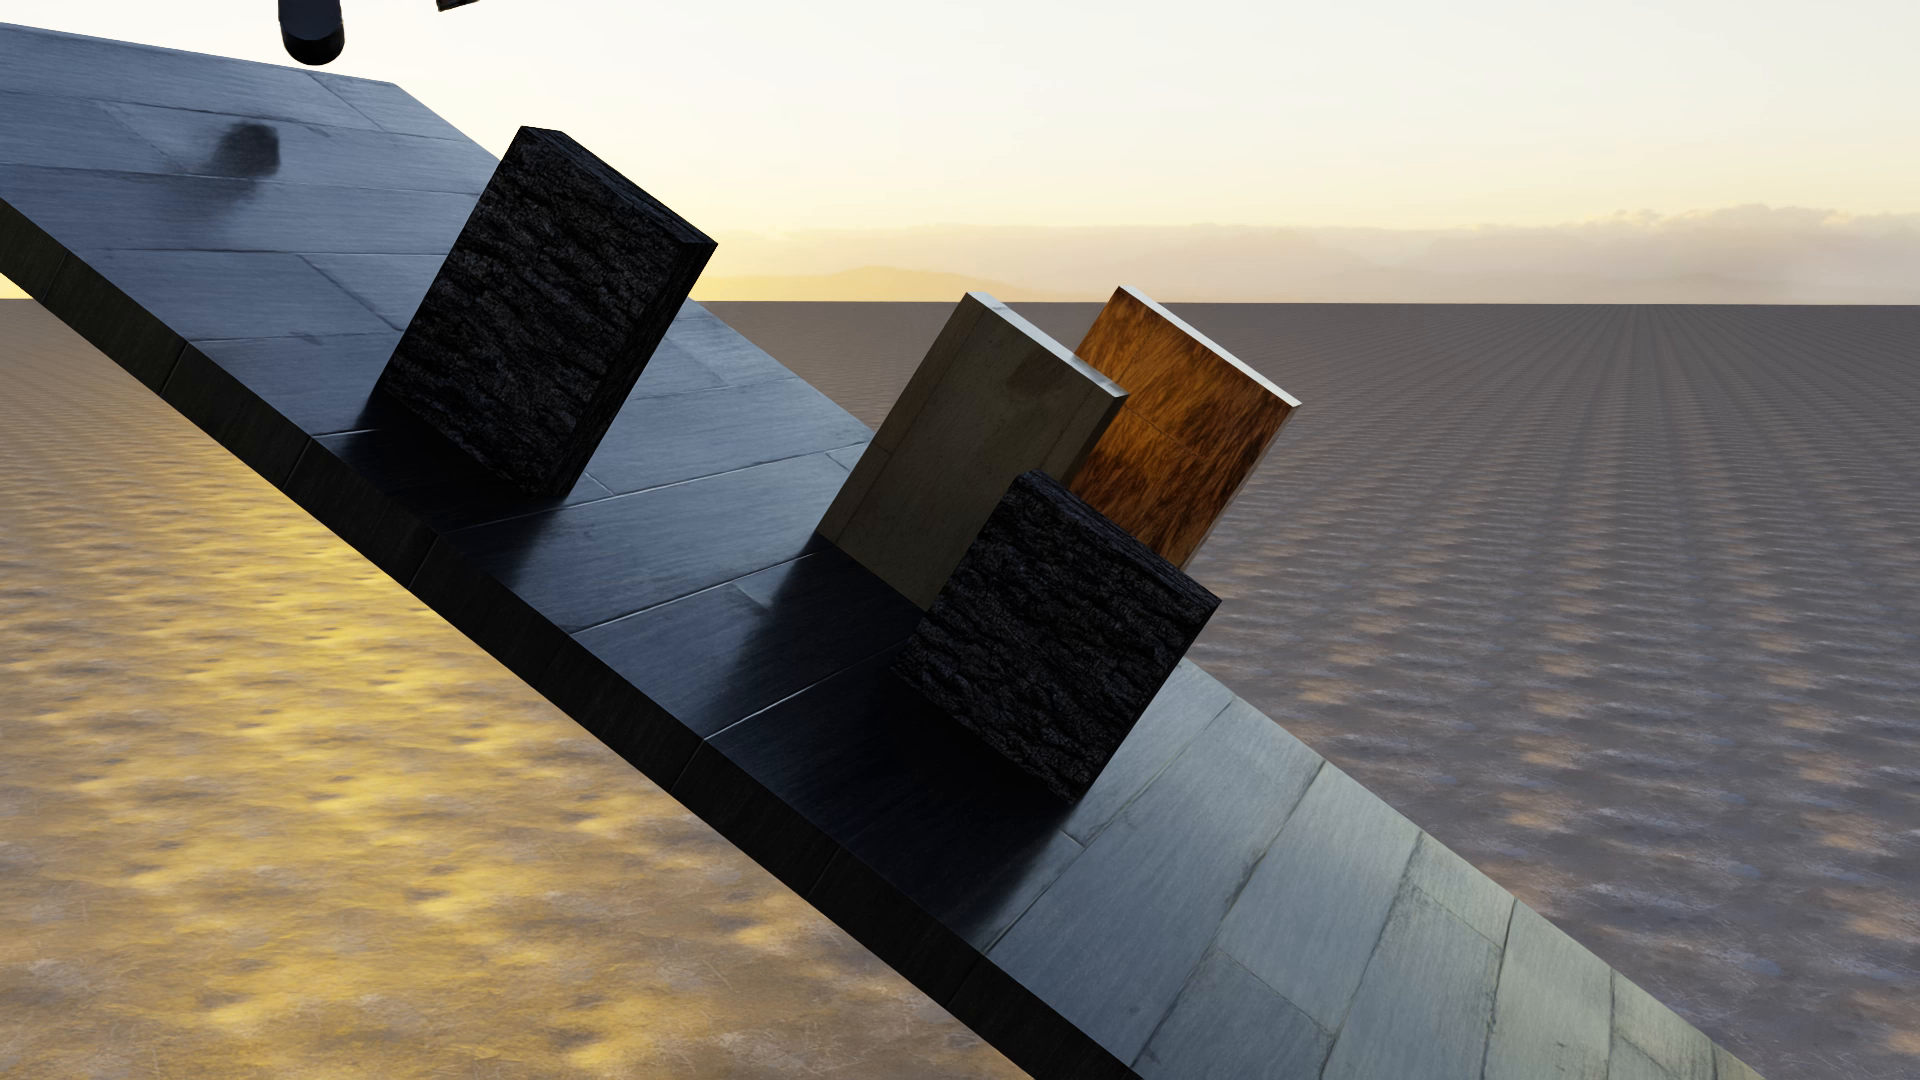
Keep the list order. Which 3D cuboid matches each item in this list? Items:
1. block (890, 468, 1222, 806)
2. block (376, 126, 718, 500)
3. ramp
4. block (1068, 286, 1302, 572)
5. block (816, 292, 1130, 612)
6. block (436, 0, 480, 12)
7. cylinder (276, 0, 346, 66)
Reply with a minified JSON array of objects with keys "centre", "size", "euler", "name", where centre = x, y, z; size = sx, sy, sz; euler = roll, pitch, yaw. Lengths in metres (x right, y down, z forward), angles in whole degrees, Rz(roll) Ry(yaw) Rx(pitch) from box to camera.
[{"centre":[0.164,0.163,3.788],"size":[0.393,0.411,0.145],"euler":[36,15,10],"name":"block"},{"centre":[-0.671,-0.367,3.568],"size":[0.332,0.493,0.139],"euler":[36,15,10],"name":"block"},{"centre":[-0.115,0.197,4.094],"size":[4.000,0.100,2.000],"euler":[36,15,10],"name":"ramp"},{"centre":[0.355,-0.150,4.695],"size":[0.443,0.644,0.125],"euler":[36,15,10],"name":"block"},{"centre":[0.021,-0.148,4.195],"size":[0.344,0.548,0.127],"euler":[36,15,10],"name":"block"},{"centre":[-0.988,-1.115,4.328],"size":[0.109,0.109,0.109],"euler":[-17,24,-4],"name":"block"},{"centre":[-1.372,-1.091,4.655],"size":[0.130,0.130,0.130],"euler":[-2,-12,-13],"name":"cylinder"}]
